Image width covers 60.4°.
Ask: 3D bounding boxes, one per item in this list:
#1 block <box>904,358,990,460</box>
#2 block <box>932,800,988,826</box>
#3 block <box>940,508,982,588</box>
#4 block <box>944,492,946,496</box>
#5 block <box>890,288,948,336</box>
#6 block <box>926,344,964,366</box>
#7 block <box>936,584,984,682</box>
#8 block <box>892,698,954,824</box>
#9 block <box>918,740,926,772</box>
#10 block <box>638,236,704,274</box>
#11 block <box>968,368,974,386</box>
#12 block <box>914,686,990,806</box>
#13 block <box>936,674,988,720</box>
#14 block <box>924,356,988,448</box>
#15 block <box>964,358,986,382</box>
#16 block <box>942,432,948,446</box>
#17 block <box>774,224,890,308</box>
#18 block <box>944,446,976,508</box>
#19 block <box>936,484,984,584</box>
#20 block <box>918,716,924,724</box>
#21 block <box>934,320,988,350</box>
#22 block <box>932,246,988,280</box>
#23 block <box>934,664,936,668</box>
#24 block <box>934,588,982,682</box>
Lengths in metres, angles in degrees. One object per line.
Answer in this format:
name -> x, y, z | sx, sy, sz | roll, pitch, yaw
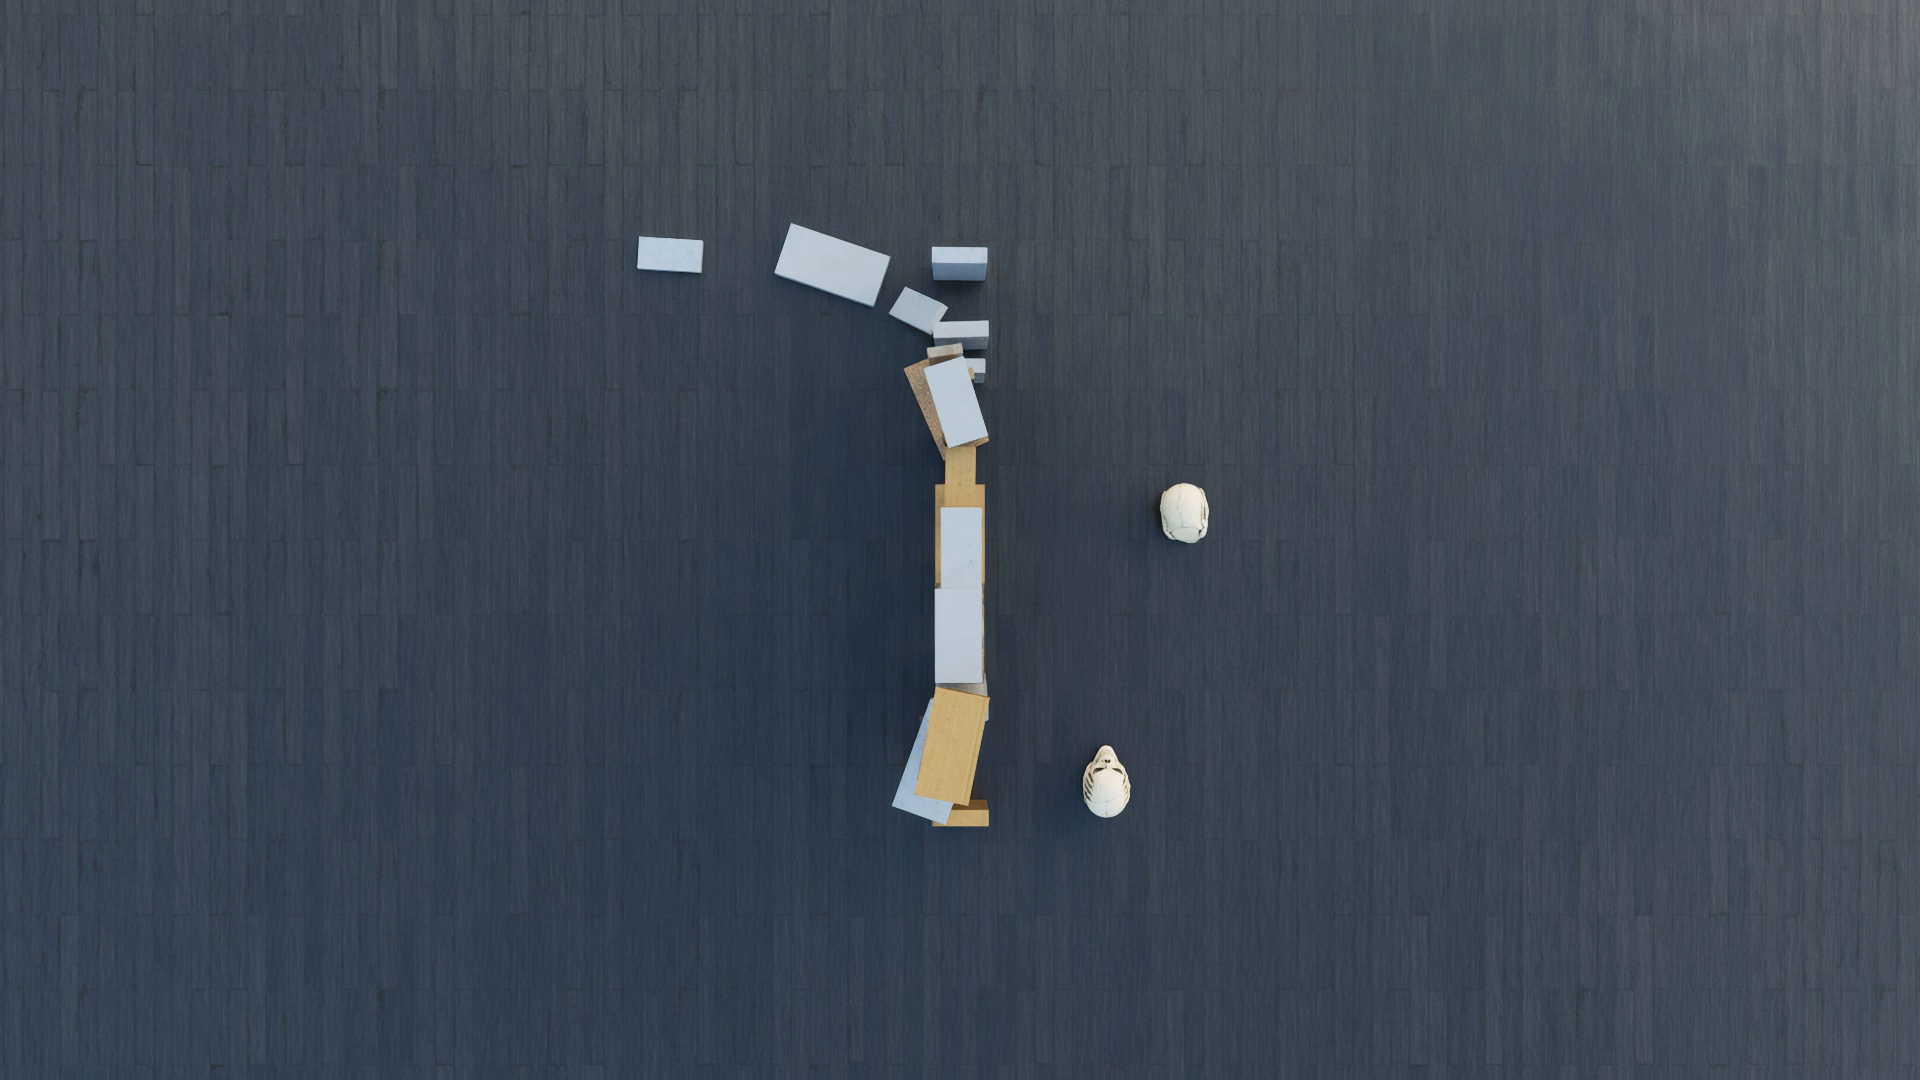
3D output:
block -> -0.042, -0.422, 5.166 | 0.156, 0.044, 0.311 | -23, 90, 0
block -> 0.001, 0.879, 5.323 | 0.176, 0.352, 0.050 | 0, 86, 0
block -> 0.004, 0.025, 4.890 | 0.121, 0.034, 0.241 | 0, 90, 0
block -> 0.000, -0.131, 5.059 | 0.090, 0.180, 0.026 | 0, 90, 0
block -> -0.138, -0.753, 5.415 | 0.030, 0.209, 0.104 | 32, 90, -45
block -> -0.045, -0.563, 5.021 | 0.104, 0.247, 0.030 | -8, 90, 0
block -> -0.001, 0.289, 5.171 | 0.153, 0.043, 0.307 | 0, 90, 0
block -> -0.068, 0.686, 5.122 | 0.176, 0.050, 0.352 | 20, 90, 0
block -> -0.036, 0.658, 4.939 | 0.158, 0.315, 0.045 | 12, 103, 0
block -> -0.963, -0.948, 5.485 | 0.209, 0.030, 0.104 | 4, 90, 0
block -> -0.019, -0.487, 5.021 | 0.123, 0.246, 0.035 | -9, 90, 0
block -> -0.023, 0.593, 4.759 | 0.158, 0.045, 0.315 | 11, 90, 0
block -> 0.003, 0.477, 5.061 | 0.158, 0.556, 0.045 | 0, 95, 0
block -> -0.012, -0.407, 4.881 | 0.123, 0.035, 0.246 | -17, 90, 0
block -> 0.001, -0.548, 5.344 | 0.156, 0.311, 0.044 | 1, 90, 0
block -> 0.009, -0.321, 5.022 | 0.123, 0.246, 0.035 | -18, 90, 0
block -> -0.422, -0.910, 5.476 | 0.345, 0.049, 0.172 | 19, 90, 0
block -> 0.001, -0.189, 4.956 | 0.090, 0.025, 0.180 | 1, 90, 0
block -> 0.000, -0.019, 5.170 | 0.154, 0.044, 0.308 | 0, 90, 0
block -> -0.024, 0.593, 5.324 | 0.176, 0.352, 0.050 | -19, 75, 0
block -> 0.003, -0.659, 5.328 | 0.172, 0.345, 0.049 | -2, 90, 0
block -> -0.001, -0.891, 5.328 | 0.172, 0.345, 0.049 | 1, 90, 0
block -> -0.002, 0.388, 5.346 | 0.153, 0.307, 0.043 | 3, 89, 0
block -> -0.004, 0.281, 4.854 | 0.138, 0.039, 0.275 | 0, 90, 0
